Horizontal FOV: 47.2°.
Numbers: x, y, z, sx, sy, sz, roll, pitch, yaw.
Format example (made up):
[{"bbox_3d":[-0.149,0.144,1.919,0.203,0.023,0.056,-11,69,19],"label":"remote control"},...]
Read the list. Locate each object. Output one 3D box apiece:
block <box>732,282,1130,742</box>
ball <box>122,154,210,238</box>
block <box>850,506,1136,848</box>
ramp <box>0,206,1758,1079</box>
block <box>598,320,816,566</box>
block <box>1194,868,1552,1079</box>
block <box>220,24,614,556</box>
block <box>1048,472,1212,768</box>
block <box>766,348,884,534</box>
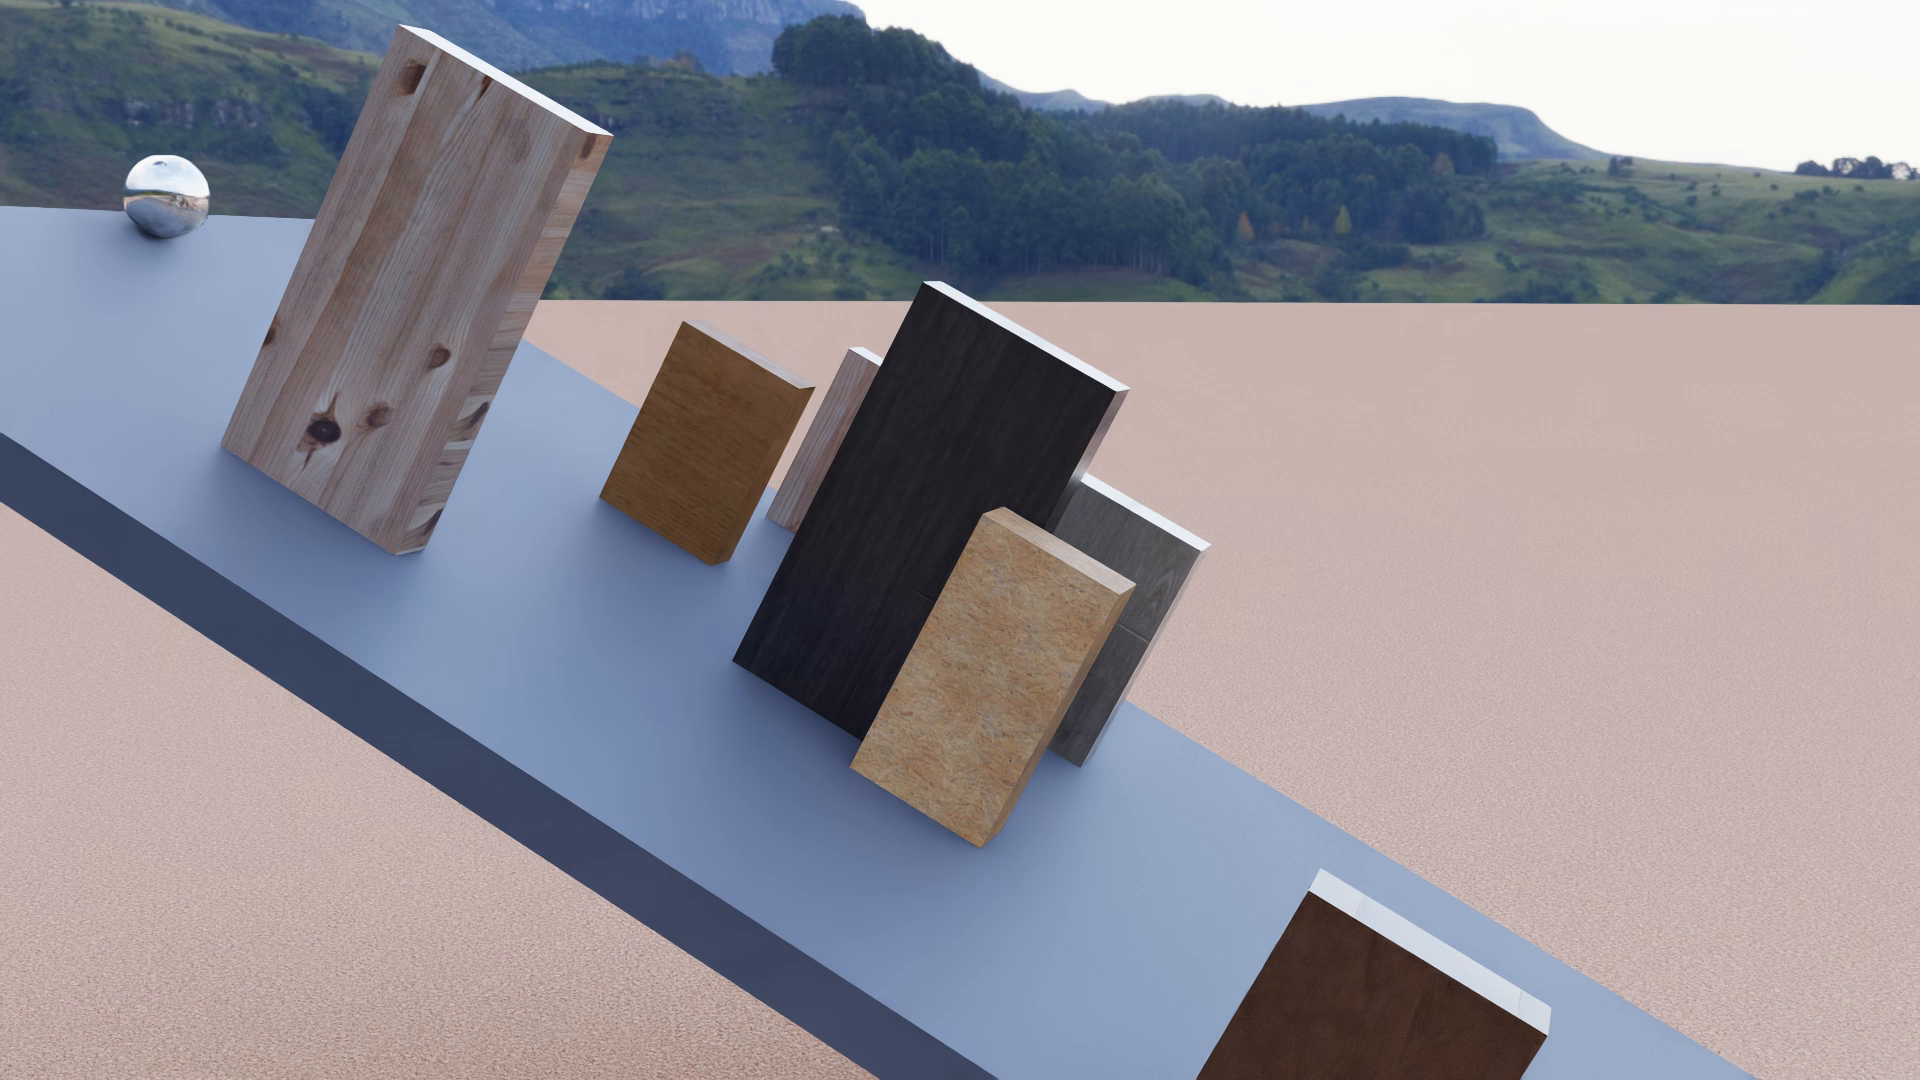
[{"bbox_3d":[-0.059,-0.023,3.955,0.396,0.785,0.107,31,14,12],"label":"block"},{"bbox_3d":[-1.692,-0.733,4.688,0.176,0.176,0.176,0,7,0],"label":"ball"},{"bbox_3d":[0.056,0.236,3.814,0.270,0.513,0.131,31,14,12],"label":"block"},{"bbox_3d":[-0.215,0.357,4.144,4.000,0.100,2.000,31,14,12],"label":"ramp"},{"bbox_3d":[-0.518,-0.200,4.498,0.283,0.412,0.095,31,14,12],"label":"block"},{"bbox_3d":[0.558,0.751,3.106,0.369,0.425,0.120,31,14,12],"label":"block"},{"bbox_3d":[-0.926,-0.416,3.716,0.383,0.795,0.097,31,14,12],"label":"block"},{"bbox_3d":[0.247,0.160,4.447,0.299,0.510,0.107,31,14,12],"label":"block"},{"bbox_3d":[-0.170,-0.150,4.927,0.380,0.432,0.087,31,14,12],"label":"block"}]
